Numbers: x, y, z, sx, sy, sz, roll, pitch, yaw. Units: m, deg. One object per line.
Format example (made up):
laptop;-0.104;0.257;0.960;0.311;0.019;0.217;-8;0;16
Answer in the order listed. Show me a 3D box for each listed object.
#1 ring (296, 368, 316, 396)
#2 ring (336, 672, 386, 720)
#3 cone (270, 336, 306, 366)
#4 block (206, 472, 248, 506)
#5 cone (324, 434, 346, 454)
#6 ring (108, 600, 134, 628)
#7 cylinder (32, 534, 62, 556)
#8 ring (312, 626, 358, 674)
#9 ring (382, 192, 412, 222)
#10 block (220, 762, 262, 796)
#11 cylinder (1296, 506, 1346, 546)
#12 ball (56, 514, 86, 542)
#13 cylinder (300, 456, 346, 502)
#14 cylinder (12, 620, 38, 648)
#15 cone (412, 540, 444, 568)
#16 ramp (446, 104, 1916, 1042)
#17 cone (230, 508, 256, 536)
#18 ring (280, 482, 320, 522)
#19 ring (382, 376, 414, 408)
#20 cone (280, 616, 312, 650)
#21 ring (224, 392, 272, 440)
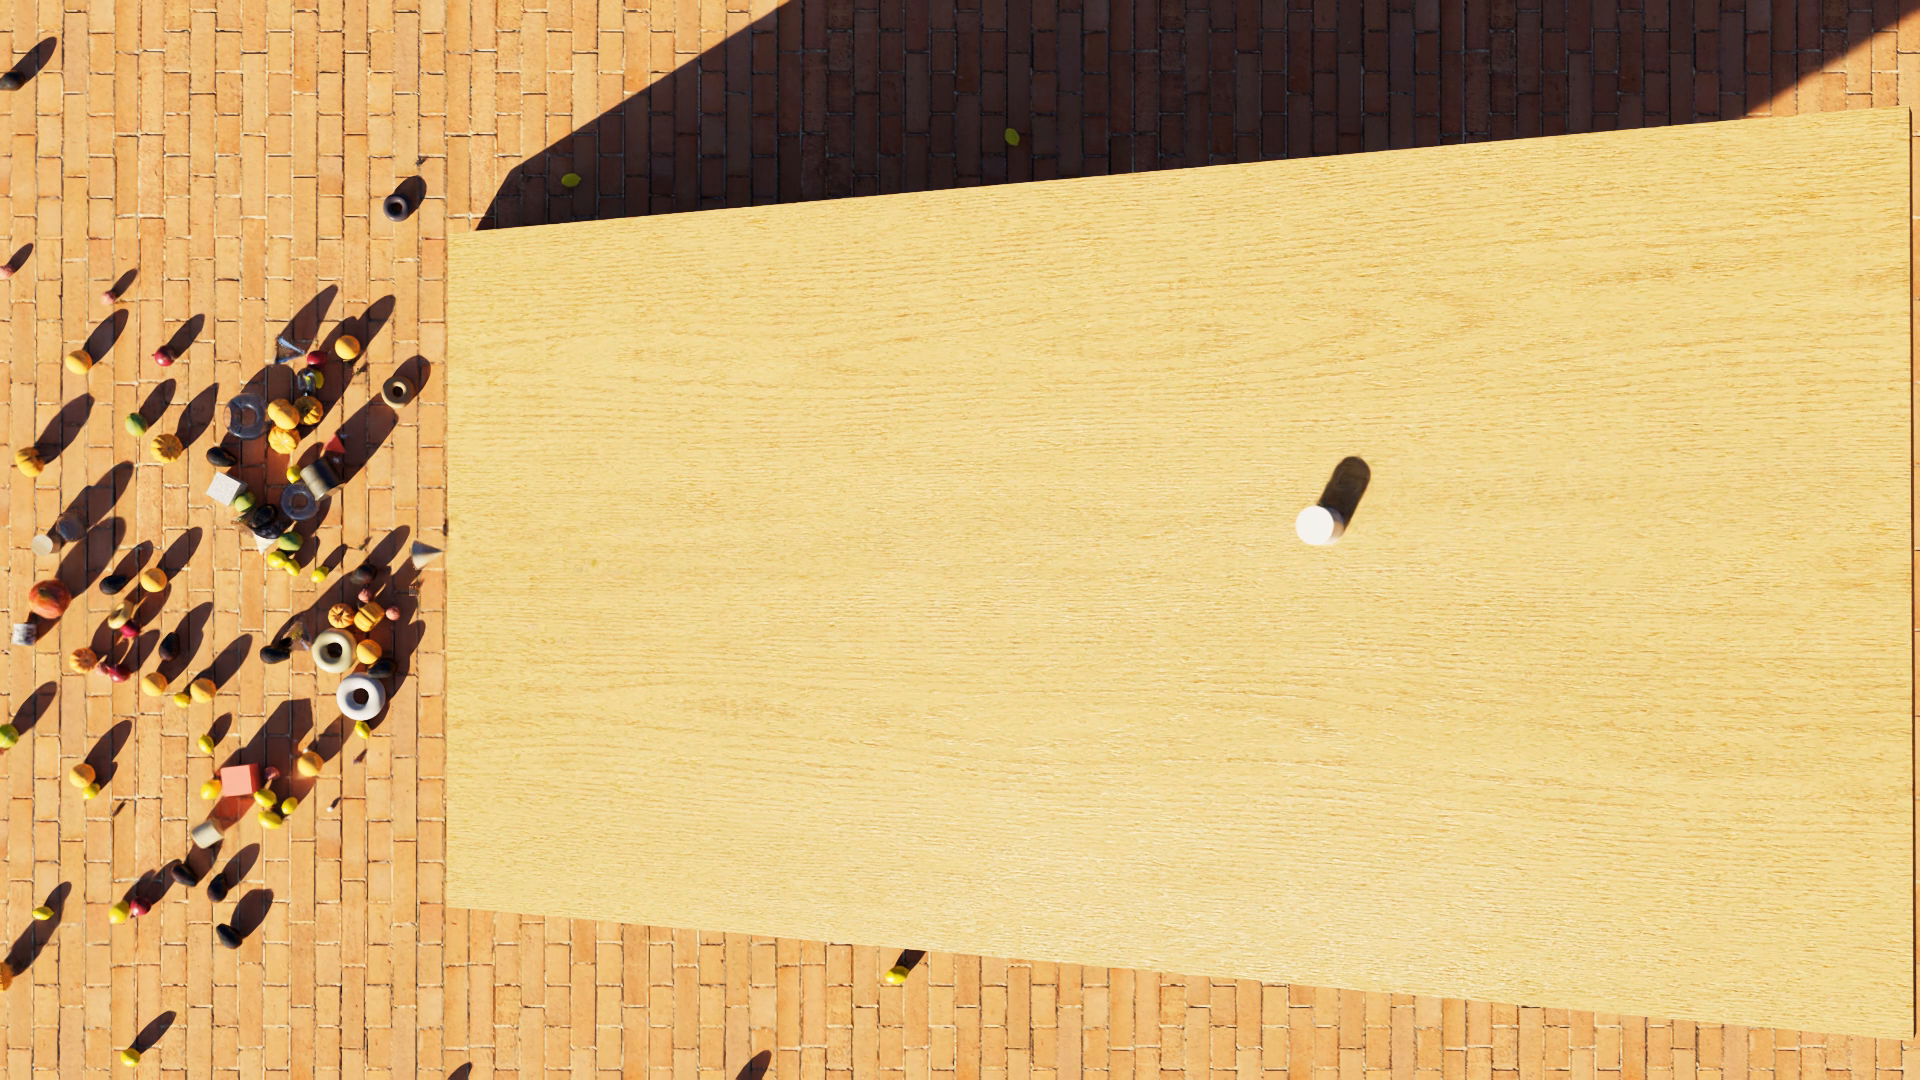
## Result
ring;-1.960;-0.474;6.593;0.029;0.087;0.087;-15;89;-42
ring;-1.796;0.468;6.594;0.146;0.049;0.146;0;90;-1
cone;-2.013;-0.563;6.607;0.095;0.095;0.095;7;89;-27
block;-2.195;-0.152;6.586;0.076;0.076;0.076;28;89;0
cone;-1.870;-0.278;6.612;0.062;0.062;0.062;37;89;-26
ring;-2.510;0.223;6.580;0.094;0.094;0.031;-47;126;0
cylinder;-2.738;0.016;6.590;0.065;0.065;0.065;0;89;0
ring;-1.874;0.330;6.596;0.140;0.047;0.140;0;89;1
ring;-1.693;-1.001;6.619;0.088;0.029;0.088;0;90;-1
block;-2.149;0.716;6.573;0.085;0.085;0.085;-7;89;0
cylinder;0.862;-0.034;5.252;0.092;0.092;0.092;0;89;27
ball;-2.659;-0.036;6.580;0.086;0.086;0.086;0;89;0
cylinder;-1.905;-0.182;6.576;0.096;0.096;0.096;-34;89;0
cylinder;-2.801;0.282;6.589;0.062;0.062;0.062;21;115;0
cone;-1.574;0.038;6.545;0.087;0.087;0.087;-6;89;8
ramp;0.278;0.079;5.660;4.000;0.100;2.000;0;89;27
cone;-2.135;-0.067;6.606;0.080;0.080;0.080;27;63;0
ring;-1.982;-0.115;6.604;0.123;0.041;0.123;0;90;-1
ring;-1.689;-0.446;6.611;0.098;0.033;0.098;0;90;-1
cone;-1.983;0.269;6.598;0.096;0.096;0.096;3;63;0
ring;-2.139;-0.370;6.603;0.145;0.048;0.145;0;91;0
